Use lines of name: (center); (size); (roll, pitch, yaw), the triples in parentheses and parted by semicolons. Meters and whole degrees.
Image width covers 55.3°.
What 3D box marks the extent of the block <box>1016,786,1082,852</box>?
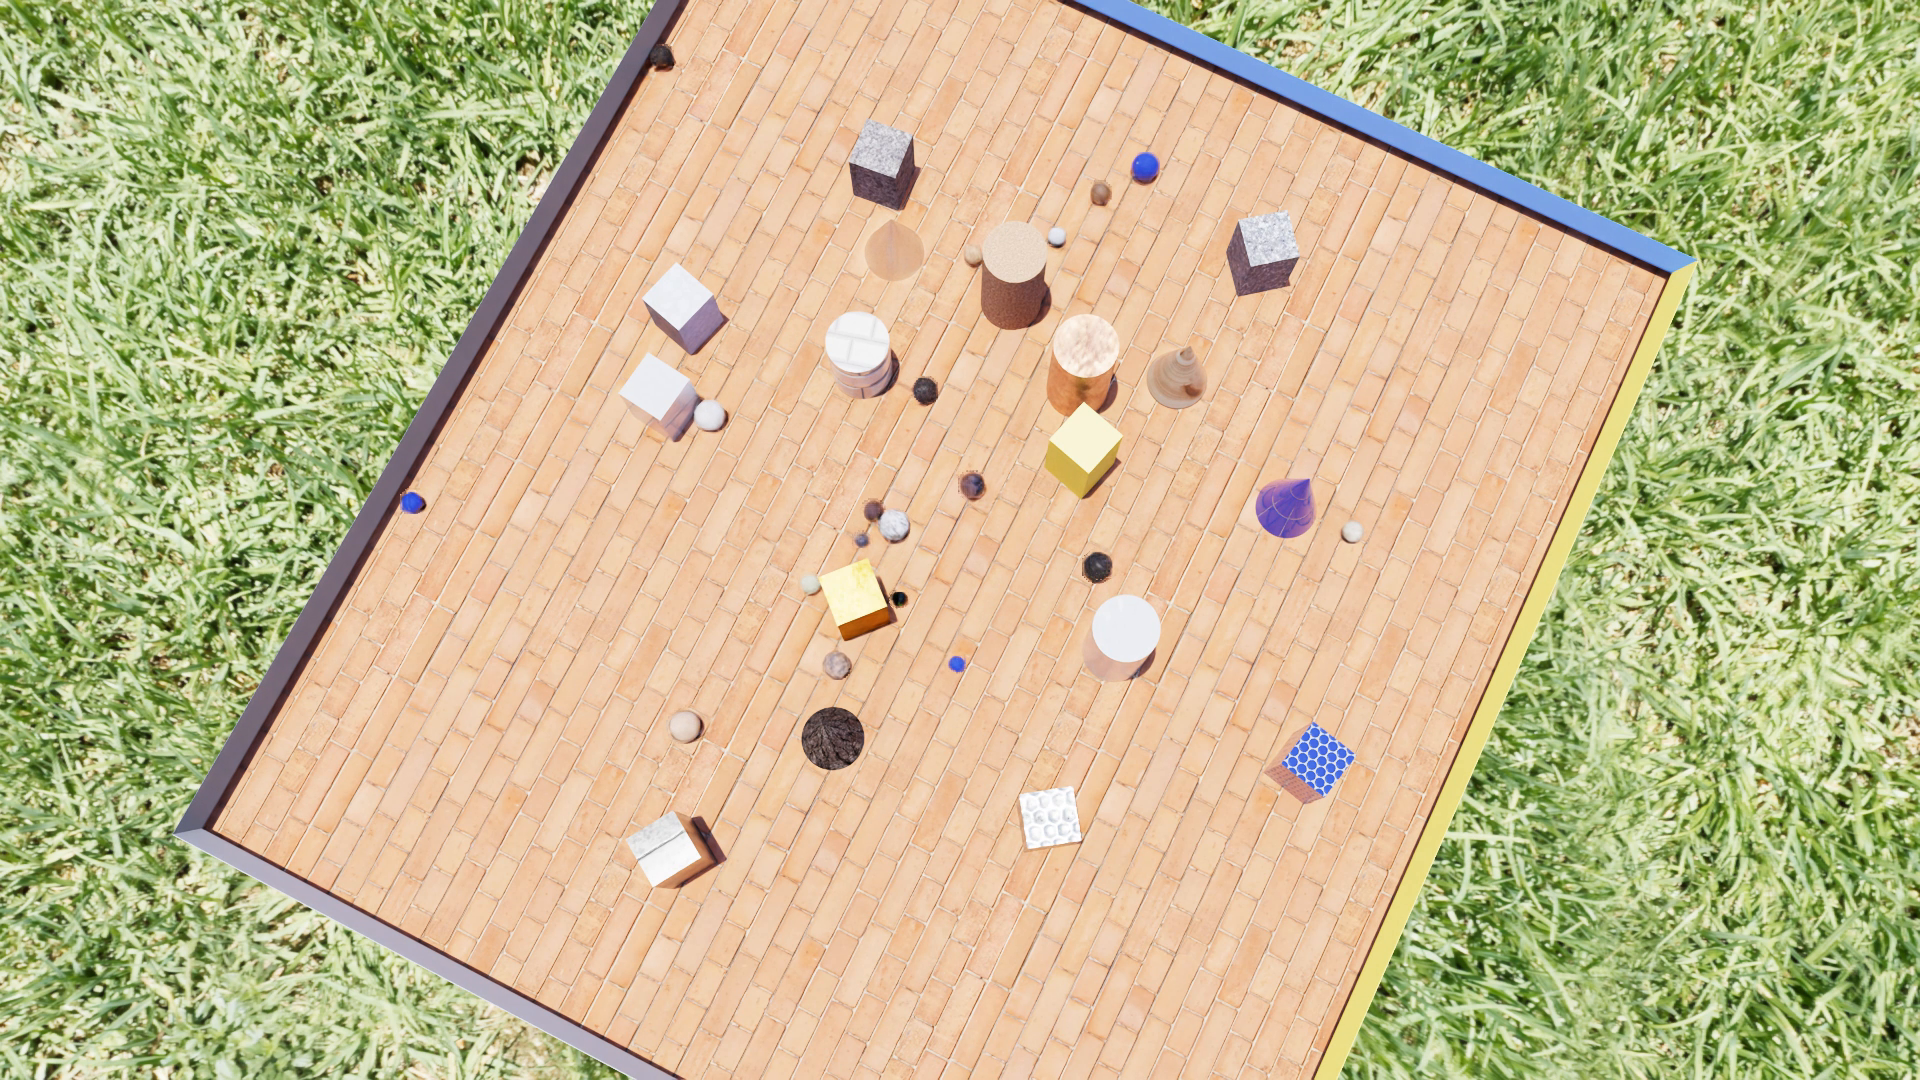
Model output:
block: (0.253, 0.809, 5.288); (0.152, 0.316, 0.152); (-9, 78, -2)

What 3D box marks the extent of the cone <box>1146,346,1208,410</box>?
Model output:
cone: (0.677, -0.535, 5.549); (0.190, 0.349, 0.190); (0, 78, 0)

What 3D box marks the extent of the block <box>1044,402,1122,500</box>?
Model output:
block: (0.368, -0.264, 5.500); (0.152, 0.336, 0.152); (41, 81, 8)

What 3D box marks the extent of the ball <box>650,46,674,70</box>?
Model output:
ball: (-0.961, -1.554, 5.900); (0.075, 0.075, 0.075); (0, 78, 0)

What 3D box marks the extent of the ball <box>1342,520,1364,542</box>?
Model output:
ball: (1.198, -0.026, 5.588); (0.066, 0.066, 0.066); (0, 78, 0)

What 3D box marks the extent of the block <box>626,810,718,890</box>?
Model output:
block: (-0.821, 0.890, 5.246); (0.152, 0.366, 0.152); (-31, 80, -6)

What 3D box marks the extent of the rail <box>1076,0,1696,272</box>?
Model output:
rail: (0.798, -1.556, 5.874); (3.303, 0.124, 0.045); (26, 80, 5)

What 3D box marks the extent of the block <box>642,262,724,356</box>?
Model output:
block: (-0.850, -0.708, 5.634); (0.152, 0.252, 0.152); (41, 81, 8)

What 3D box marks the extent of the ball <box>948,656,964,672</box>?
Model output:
ball: (-0.011, 0.372, 5.514); (0.049, 0.049, 0.049); (0, 78, 0)

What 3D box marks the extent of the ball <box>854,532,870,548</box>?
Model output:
ball: (-0.300, 0.001, 5.593); (0.046, 0.046, 0.046); (0, 78, 0)

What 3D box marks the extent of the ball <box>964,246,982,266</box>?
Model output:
ball: (0.041, -0.896, 5.771); (0.061, 0.061, 0.061); (0, 78, 0)

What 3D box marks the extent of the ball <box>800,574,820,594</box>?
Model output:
ball: (-0.453, 0.135, 5.558); (0.061, 0.061, 0.061); (0, 78, 0)

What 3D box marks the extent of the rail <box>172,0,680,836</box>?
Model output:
rail: (-1.456, -0.706, 5.698); (0.045, 0.124, 3.616); (26, 80, 5)

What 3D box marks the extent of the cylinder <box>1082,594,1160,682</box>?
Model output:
cylinder: (0.464, 0.291, 5.329); (0.190, 0.444, 0.190); (0, 78, 0)

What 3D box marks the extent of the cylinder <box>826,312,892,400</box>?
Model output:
cylinder: (-0.305, -0.560, 5.586); (0.190, 0.286, 0.190); (0, 78, 0)

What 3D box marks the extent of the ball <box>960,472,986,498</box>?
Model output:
ball: (0.038, -0.166, 5.610); (0.081, 0.081, 0.081); (0, 78, 0)

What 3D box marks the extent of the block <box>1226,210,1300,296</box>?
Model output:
block: (0.932, -0.882, 5.659); (0.152, 0.274, 0.152); (-12, 79, -2)

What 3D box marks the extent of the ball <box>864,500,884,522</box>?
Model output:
ball: (-0.263, -0.088, 5.602); (0.065, 0.065, 0.065); (0, 78, 0)

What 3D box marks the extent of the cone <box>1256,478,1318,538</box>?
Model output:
cone: (1.003, -0.137, 5.446); (0.190, 0.390, 0.190); (0, 78, 0)

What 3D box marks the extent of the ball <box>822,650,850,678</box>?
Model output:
ball: (-0.372, 0.373, 5.497); (0.083, 0.083, 0.083); (0, 78, 0)

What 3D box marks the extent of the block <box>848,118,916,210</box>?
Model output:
block: (-0.242, -1.170, 5.724); (0.152, 0.263, 0.152); (20, 79, 4)

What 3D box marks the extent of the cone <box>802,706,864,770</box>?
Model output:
cone: (-0.381, 0.552, 5.285); (0.190, 0.426, 0.190); (0, 78, 0)

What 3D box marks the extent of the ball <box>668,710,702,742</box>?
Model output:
ball: (-0.818, 0.554, 5.453); (0.095, 0.095, 0.095); (0, 78, 0)

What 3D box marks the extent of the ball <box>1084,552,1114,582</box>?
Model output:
ball: (0.420, 0.081, 5.554); (0.090, 0.090, 0.090); (0, 78, 0)

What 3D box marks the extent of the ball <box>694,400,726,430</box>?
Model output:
ball: (-0.770, -0.386, 5.648); (0.095, 0.095, 0.095); (0, 78, 0)

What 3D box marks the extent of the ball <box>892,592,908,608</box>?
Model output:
ball: (-0.183, 0.179, 5.555); (0.049, 0.049, 0.049); (0, 78, 0)

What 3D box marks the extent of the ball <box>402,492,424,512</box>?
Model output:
ball: (-1.676, -0.115, 5.608); (0.063, 0.063, 0.063); (0, 78, 0)

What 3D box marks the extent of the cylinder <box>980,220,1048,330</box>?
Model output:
cylinder: (0.160, -0.796, 5.557); (0.190, 0.438, 0.190); (0, 78, 0)

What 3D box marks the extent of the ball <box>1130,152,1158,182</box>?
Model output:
ball: (0.587, -1.183, 5.816); (0.088, 0.088, 0.088); (0, 78, 0)

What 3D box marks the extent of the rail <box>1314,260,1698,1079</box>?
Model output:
rail: (1.456, 0.719, 5.404); (0.045, 0.124, 3.616); (26, 80, 5)

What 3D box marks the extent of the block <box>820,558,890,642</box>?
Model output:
block: (-0.309, 0.180, 5.424); (0.152, 0.304, 0.152); (-22, 79, -4)

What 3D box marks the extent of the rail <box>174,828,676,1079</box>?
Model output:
rail: (-0.798, 1.569, 5.228); (3.303, 0.124, 0.045); (26, 80, 5)

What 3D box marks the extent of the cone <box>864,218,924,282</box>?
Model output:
cone: (-0.207, -0.939, 5.664); (0.190, 0.288, 0.190); (0, 78, 0)

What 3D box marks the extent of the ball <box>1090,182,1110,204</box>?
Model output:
ball: (0.444, -1.101, 5.811); (0.066, 0.066, 0.066); (0, 78, 0)

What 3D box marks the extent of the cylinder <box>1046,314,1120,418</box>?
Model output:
cylinder: (0.364, -0.515, 5.498); (0.190, 0.441, 0.190); (0, 78, 0)

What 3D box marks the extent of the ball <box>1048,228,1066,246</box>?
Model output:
ball: (0.306, -0.956, 5.784); (0.059, 0.059, 0.059); (0, 78, 0)

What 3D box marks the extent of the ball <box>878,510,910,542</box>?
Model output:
ball: (-0.202, -0.044, 5.577); (0.094, 0.094, 0.094); (0, 78, 0)

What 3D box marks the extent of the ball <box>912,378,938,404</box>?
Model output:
ball: (-0.110, -0.463, 5.672); (0.079, 0.079, 0.079); (0, 78, 0)

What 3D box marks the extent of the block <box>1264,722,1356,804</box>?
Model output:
block: (1.012, 0.650, 5.321); (0.152, 0.315, 0.152); (38, 81, 7)

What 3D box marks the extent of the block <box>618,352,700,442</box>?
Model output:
block: (-0.909, -0.431, 5.574); (0.152, 0.257, 0.152); (33, 80, 6)
